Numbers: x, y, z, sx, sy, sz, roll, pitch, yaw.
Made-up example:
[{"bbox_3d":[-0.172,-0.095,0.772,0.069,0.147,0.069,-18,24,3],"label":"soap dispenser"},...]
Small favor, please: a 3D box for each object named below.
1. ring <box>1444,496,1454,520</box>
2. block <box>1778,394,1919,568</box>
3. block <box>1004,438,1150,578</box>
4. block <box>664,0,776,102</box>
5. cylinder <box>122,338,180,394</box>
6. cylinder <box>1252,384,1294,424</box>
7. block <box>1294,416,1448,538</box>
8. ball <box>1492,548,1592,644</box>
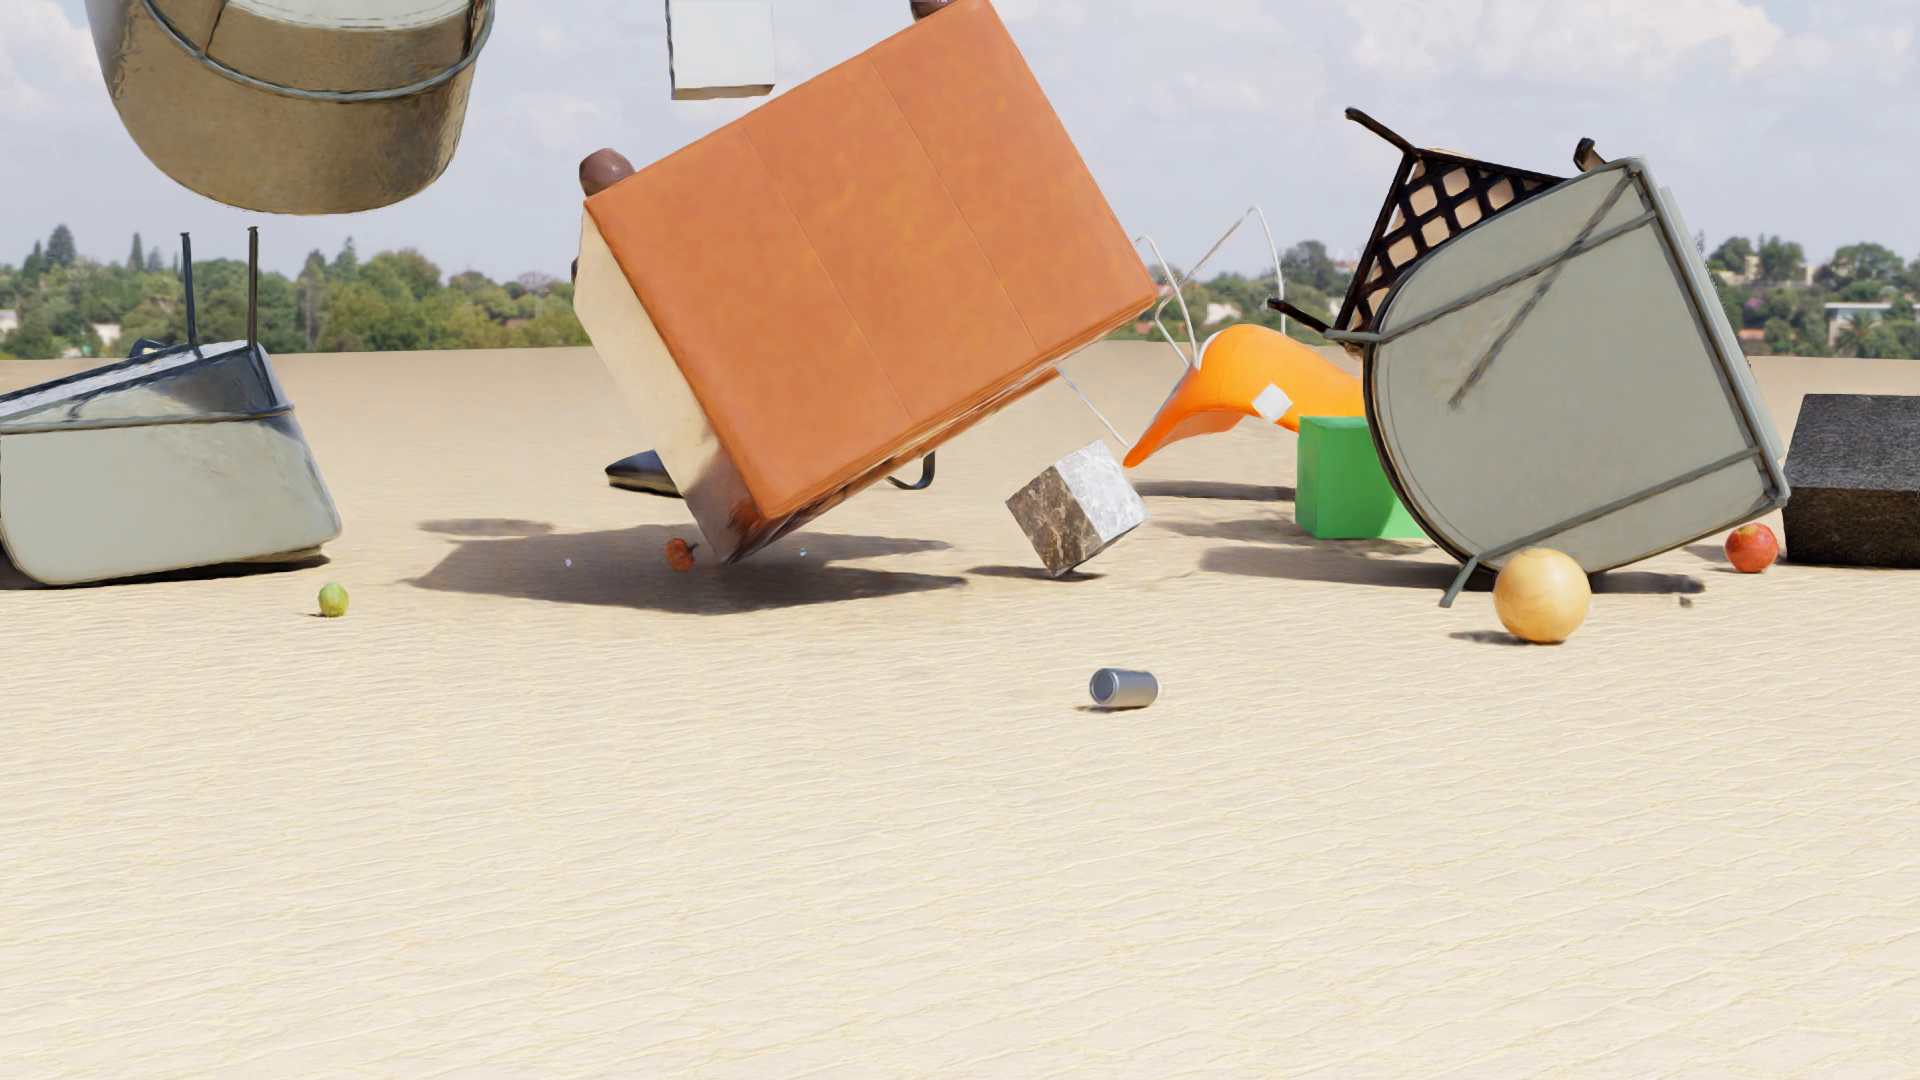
[{"bbox_3d":[1.174,-0.095,6.949,0.345,0.082,0.196,5,9,35],"label":"ring"},{"bbox_3d":[2.096,-0.137,5.869,0.353,0.231,0.334,3,43,29],"label":"block"},{"bbox_3d":[0.255,-0.067,5.570,0.162,0.200,0.193,-28,-7,-42],"label":"block"},{"bbox_3d":[-0.546,-1.142,5.810,0.223,0.255,0.303,-4,5,-7],"label":"block"},{"bbox_3d":[-1.960,-0.420,6.217,0.046,0.121,0.118,26,4,28],"label":"cylinder"},{"bbox_3d":[0.619,-0.270,5.083,0.062,0.056,0.051,45,-2,10],"label":"cylinder"},{"bbox_3d":[1.044,-0.163,6.537,0.321,0.278,0.260,0,9,-5],"label":"block"},{"bbox_3d":[1.044,0.100,4.602,0.172,0.172,0.172,0,6,0],"label":"ball"}]
